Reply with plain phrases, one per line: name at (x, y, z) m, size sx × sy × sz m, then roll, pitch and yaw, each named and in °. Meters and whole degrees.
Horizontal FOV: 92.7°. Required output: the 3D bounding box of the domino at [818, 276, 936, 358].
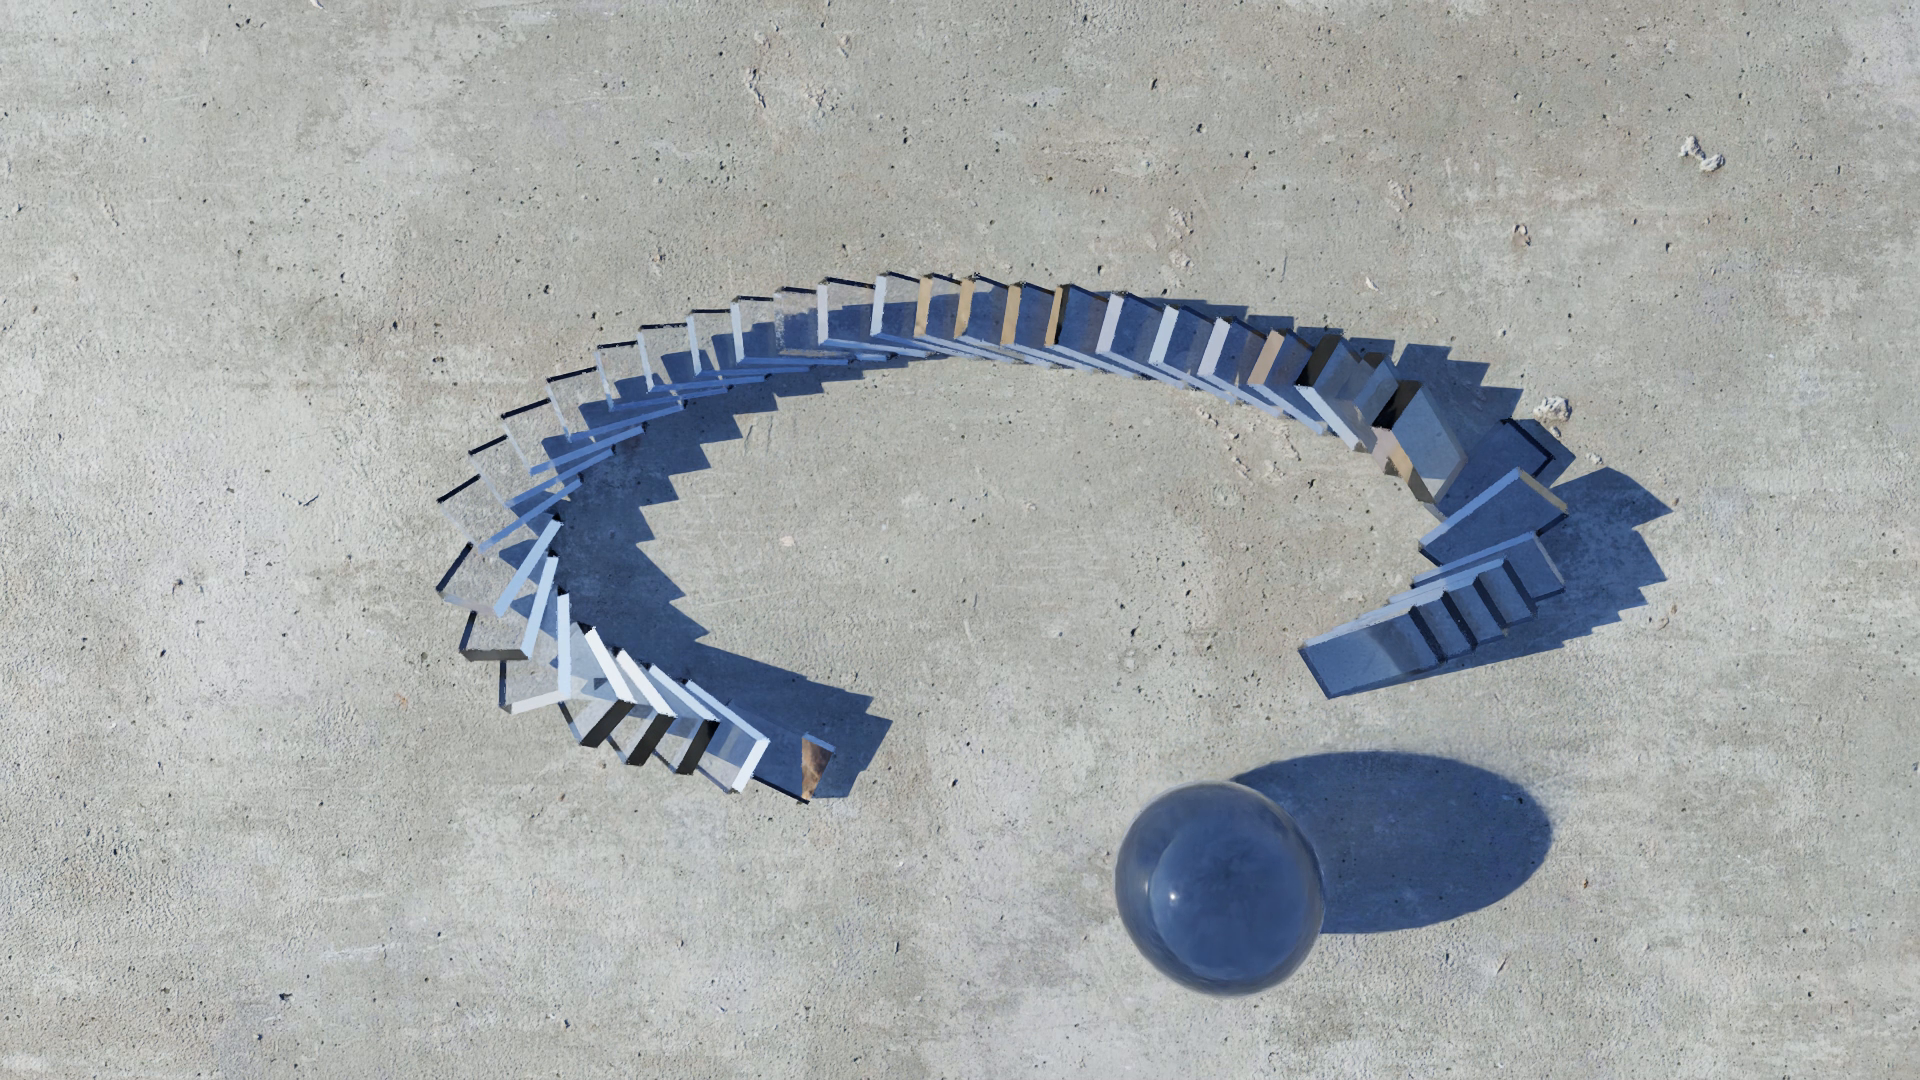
domino at (-0.034, -0.092, 0.382) m, size 0.050 × 0.010 × 0.025 m, roll 0°, pitch 86°, yaw -32°

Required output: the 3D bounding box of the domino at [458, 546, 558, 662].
domino at (-0.187, 0.026, 0.382) m, size 0.025 × 0.009 × 0.050 m, roll -1°, pitch 55°, yaw 0°

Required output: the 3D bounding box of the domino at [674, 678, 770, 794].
domino at (-0.106, 0.082, 0.385) m, size 0.050 × 0.009 × 0.025 m, roll 29°, pitch 90°, yaw 25°

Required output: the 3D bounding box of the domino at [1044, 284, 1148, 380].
domino at (0.060, -0.086, 0.383) m, size 0.050 × 0.009 × 0.025 m, roll 12°, pitch 90°, yaw -33°

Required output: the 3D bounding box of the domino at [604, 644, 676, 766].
domino at (-0.140, 0.068, 0.381) m, size 0.050 × 0.009 × 0.025 m, roll 36°, pitch 93°, yaw 36°

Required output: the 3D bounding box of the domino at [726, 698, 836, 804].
domino at (-0.082, 0.091, 0.395) m, size 0.050 × 0.009 × 0.025 m, roll 26°, pitch 90°, yaw 0°

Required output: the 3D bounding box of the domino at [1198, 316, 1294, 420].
domino at (0.124, -0.071, 0.384) m, size 0.050 × 0.009 × 0.025 m, roll 20°, pitch 90°, yaw -28°

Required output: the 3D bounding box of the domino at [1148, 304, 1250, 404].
domino at (0.104, -0.077, 0.384) m, size 0.050 × 0.009 × 0.025 m, roll 18°, pitch 90°, yaw -27°

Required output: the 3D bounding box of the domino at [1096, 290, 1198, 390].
domino at (0.082, -0.083, 0.384) m, size 0.050 × 0.009 × 0.025 m, roll 15°, pitch 90°, yaw -30°

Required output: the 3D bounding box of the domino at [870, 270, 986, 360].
domino at (-0.012, -0.093, 0.383) m, size 0.050 × 0.010 × 0.025 m, roll 6°, pitch 90°, yaw -31°

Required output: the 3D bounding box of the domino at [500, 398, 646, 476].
domino at (-0.161, -0.049, 0.383) m, size 0.050 × 0.010 × 0.025 m, roll -29°, pitch 87°, yaw -30°

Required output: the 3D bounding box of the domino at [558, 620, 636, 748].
domino at (-0.156, 0.059, 0.381) m, size 0.025 × 0.010 × 0.050 m, roll -48°, pitch 54°, yaw 3°

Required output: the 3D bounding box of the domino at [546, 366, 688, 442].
domino at (-0.143, -0.061, 0.383) m, size 0.050 × 0.009 × 0.025 m, roll -23°, pitch 89°, yaw -30°

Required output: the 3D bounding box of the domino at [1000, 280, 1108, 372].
domino at (0.042, -0.088, 0.382) m, size 0.050 × 0.009 × 0.025 m, roll 9°, pitch 90°, yaw -33°

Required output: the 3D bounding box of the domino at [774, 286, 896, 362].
domino at (-0.052, -0.090, 0.382) m, size 0.050 × 0.009 × 0.025 m, roll -3°, pitch 87°, yaw -32°

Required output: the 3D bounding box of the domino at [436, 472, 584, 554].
domino at (-0.187, -0.020, 0.383) m, size 0.025 × 0.010 × 0.050 m, roll 47°, pitch 60°, yaw 0°

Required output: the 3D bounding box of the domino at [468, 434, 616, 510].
domino at (-0.174, -0.036, 0.383) m, size 0.050 × 0.009 × 0.025 m, roll -36°, pitch 90°, yaw -30°

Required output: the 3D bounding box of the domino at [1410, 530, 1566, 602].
domino at (0.218, 0.018, 0.381) m, size 0.050 × 0.009 × 0.025 m, roll -31°, pitch 90°, yaw 39°

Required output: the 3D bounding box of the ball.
ball at (0.101, 0.135, 0.360) m, size 0.080 × 0.080 × 0.080 m, roll 0°, pitch 90°, yaw 0°

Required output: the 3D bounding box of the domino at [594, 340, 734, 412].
domino at (-0.123, -0.071, 0.384) m, size 0.050 × 0.010 × 0.025 m, roll -15°, pitch 90°, yaw -30°

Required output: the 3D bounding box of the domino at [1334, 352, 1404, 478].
domino at (0.177, -0.052, 0.382) m, size 0.050 × 0.010 × 0.025 m, roll 42°, pitch 81°, yaw -30°

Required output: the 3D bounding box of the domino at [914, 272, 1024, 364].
domino at (0.006, -0.092, 0.382) m, size 0.050 × 0.009 × 0.025 m, roll 8°, pitch 89°, yaw -33°

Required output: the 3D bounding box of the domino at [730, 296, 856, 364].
domino at (-0.069, -0.087, 0.383) m, size 0.050 × 0.009 × 0.025 m, roll -6°, pitch 89°, yaw -32°

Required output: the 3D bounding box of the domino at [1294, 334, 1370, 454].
domino at (0.162, -0.060, 0.382) m, size 0.050 × 0.009 × 0.025 m, roll 35°, pitch 85°, yaw -31°

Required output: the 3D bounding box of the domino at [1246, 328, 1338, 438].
domino at (0.145, -0.065, 0.384) m, size 0.050 × 0.010 × 0.025 m, roll 25°, pitch 90°, yaw -28°

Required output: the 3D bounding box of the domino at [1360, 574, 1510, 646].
domino at (0.194, 0.036, 0.379) m, size 0.050 × 0.010 × 0.025 m, roll -32°, pitch 90°, yaw 44°

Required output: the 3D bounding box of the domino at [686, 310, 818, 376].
domino at (-0.086, -0.083, 0.383) m, size 0.050 × 0.009 × 0.025 m, roll -9°, pitch 90°, yaw -31°

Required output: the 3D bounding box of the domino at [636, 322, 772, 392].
domino at (-0.106, -0.077, 0.383) m, size 0.050 × 0.009 × 0.025 m, roll -12°, pitch 88°, yaw -31°

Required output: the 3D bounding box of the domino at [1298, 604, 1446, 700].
domino at (0.169, 0.047, 0.379) m, size 0.050 × 0.010 × 0.025 m, roll -32°, pitch 90°, yaw 44°

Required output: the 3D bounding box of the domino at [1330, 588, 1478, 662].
domino at (0.182, 0.041, 0.379) m, size 0.050 × 0.009 × 0.025 m, roll -32°, pitch 90°, yaw 44°

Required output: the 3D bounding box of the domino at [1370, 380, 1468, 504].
domino at (0.192, -0.040, 0.382) m, size 0.050 × 0.010 × 0.025 m, roll 42°, pitch 81°, yaw -30°

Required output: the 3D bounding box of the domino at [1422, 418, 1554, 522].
domino at (0.228, -0.025, 0.395) m, size 0.025 × 0.010 × 0.050 m, roll 42°, pitch 90°, yaw 0°

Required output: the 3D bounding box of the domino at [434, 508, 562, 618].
domino at (-0.191, 0.006, 0.382) m, size 0.025 × 0.009 × 0.050 m, roll 17°, pitch 57°, yaw 2°

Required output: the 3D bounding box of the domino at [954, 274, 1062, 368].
domino at (0.022, -0.090, 0.382) m, size 0.050 × 0.010 × 0.025 m, roll 10°, pitch 88°, yaw -33°

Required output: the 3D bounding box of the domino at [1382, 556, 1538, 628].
domino at (0.206, 0.028, 0.379) m, size 0.050 × 0.010 × 0.025 m, roll -32°, pitch 90°, yaw 44°

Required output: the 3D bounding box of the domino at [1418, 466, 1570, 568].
domino at (0.220, -0.005, 0.380) m, size 0.025 × 0.009 × 0.050 m, roll 38°, pitch 131°, yaw 0°

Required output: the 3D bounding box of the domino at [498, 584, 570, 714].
domino at (-0.178, 0.045, 0.383) m, size 0.025 × 0.010 × 0.050 m, roll -16°, pitch 59°, yaw 0°

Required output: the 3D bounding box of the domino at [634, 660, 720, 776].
domino at (-0.124, 0.074, 0.382) m, size 0.050 × 0.010 × 0.025 m, roll 28°, pitch 89°, yaw 33°
